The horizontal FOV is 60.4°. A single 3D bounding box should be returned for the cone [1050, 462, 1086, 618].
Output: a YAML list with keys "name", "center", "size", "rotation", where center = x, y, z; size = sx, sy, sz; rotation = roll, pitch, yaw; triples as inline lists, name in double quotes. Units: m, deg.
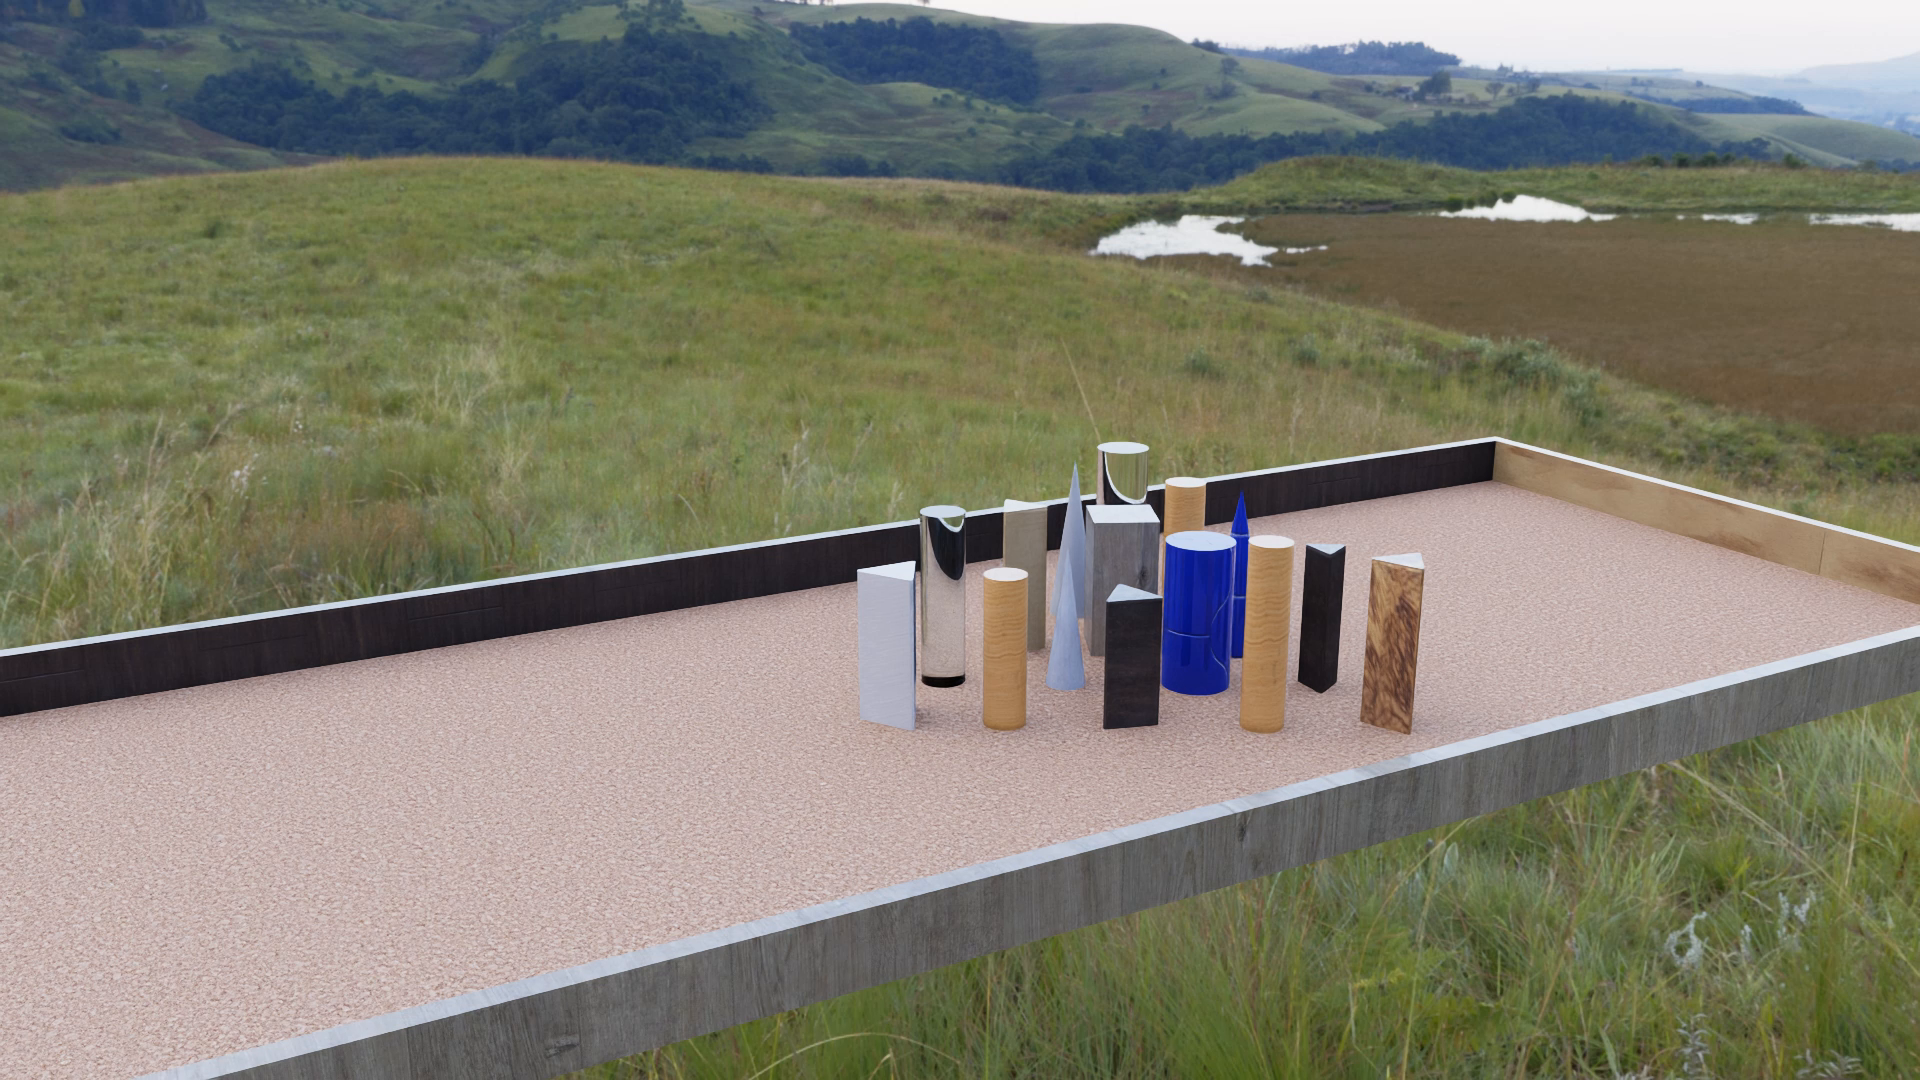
- name: "cone"
  center: [0.318, -0.012, 4.605]
  size: [0.130, 0.445, 0.130]
  rotation: [0, 16, 0]

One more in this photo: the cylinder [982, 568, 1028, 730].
- name: "cylinder"
  center: [0.105, 0.254, 3.839]
  size: [0.103, 0.366, 0.103]
  rotation: [0, 16, 0]

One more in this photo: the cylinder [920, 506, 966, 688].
- name: "cylinder"
  center: [-0.042, 0.141, 4.095]
  size: [0.112, 0.440, 0.112]
  rotation: [0, 16, 0]

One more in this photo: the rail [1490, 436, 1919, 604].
- name: "rail"
  center: [2.466, -0.048, 5.253]
  size: [0.050, 0.150, 2.100]
  rotation: [-9, 18, -27]

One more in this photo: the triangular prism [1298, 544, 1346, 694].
- name: "triangular prism"
  center: [0.884, 0.189, 4.076]
  size: [0.083, 0.359, 0.095]
  rotation: [11, 20, 33]

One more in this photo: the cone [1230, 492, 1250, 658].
- name: "cone"
  center: [0.729, 0.075, 4.323]
  size: [0.173, 0.438, 0.173]
  rotation: [0, 16, 0]

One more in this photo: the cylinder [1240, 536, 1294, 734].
- name: "cylinder"
  center: [0.708, 0.219, 3.812]
  size: [0.103, 0.449, 0.103]
  rotation: [0, 16, 0]

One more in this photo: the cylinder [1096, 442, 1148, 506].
- name: "cylinder"
  center: [0.473, -0.066, 4.835]
  size: [0.149, 0.420, 0.149]
  rotation: [0, 16, 0]

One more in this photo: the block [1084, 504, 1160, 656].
- name: "block"
  center: [0.424, 0.105, 4.353]
  size: [0.170, 0.363, 0.170]
  rotation: [-1, 16, -2]

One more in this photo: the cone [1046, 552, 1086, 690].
- name: "cone"
  center: [0.265, 0.186, 4.083]
  size: [0.101, 0.361, 0.101]
  rotation: [0, 16, 0]

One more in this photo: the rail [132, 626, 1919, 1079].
- name: "rail"
  center: [-2.336, 1.006, 1.665]
  size: [12.000, 0.150, 0.050]
  rotation: [-9, 18, -27]

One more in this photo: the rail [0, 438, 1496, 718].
- name: "rail"
  center: [-3.305, 0.497, 3.399]
  size: [12.000, 0.150, 0.050]
  rotation: [-9, 18, -27]

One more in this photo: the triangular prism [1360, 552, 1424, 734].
- name: "triangular prism"
  center: [1.030, 0.234, 3.844]
  size: [0.127, 0.402, 0.110]
  rotation: [14, 21, 39]

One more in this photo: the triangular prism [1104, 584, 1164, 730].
- name: "triangular prism"
  center: [0.389, 0.271, 3.875]
  size: [0.134, 0.315, 0.116]
  rotation: [-4, 17, -12]

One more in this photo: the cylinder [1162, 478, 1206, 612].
- name: "cylinder"
  center: [0.621, 0.025, 4.591]
  size: [0.112, 0.383, 0.112]
  rotation: [0, 16, 0]

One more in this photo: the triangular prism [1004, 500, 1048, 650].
- name: "triangular prism"
  center: [0.147, 0.093, 4.348]
  size: [0.126, 0.389, 0.109]
  rotation: [-8, 18, -25]

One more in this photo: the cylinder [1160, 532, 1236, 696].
- name: "cylinder"
  center: [0.589, 0.180, 4.084]
  size: [0.171, 0.371, 0.171]
  rotation: [0, 16, 0]

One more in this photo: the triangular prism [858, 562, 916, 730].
- name: "triangular prism"
  center: [-0.141, 0.242, 3.881]
  size: [0.149, 0.368, 0.129]
  rotation: [9, 19, 29]
